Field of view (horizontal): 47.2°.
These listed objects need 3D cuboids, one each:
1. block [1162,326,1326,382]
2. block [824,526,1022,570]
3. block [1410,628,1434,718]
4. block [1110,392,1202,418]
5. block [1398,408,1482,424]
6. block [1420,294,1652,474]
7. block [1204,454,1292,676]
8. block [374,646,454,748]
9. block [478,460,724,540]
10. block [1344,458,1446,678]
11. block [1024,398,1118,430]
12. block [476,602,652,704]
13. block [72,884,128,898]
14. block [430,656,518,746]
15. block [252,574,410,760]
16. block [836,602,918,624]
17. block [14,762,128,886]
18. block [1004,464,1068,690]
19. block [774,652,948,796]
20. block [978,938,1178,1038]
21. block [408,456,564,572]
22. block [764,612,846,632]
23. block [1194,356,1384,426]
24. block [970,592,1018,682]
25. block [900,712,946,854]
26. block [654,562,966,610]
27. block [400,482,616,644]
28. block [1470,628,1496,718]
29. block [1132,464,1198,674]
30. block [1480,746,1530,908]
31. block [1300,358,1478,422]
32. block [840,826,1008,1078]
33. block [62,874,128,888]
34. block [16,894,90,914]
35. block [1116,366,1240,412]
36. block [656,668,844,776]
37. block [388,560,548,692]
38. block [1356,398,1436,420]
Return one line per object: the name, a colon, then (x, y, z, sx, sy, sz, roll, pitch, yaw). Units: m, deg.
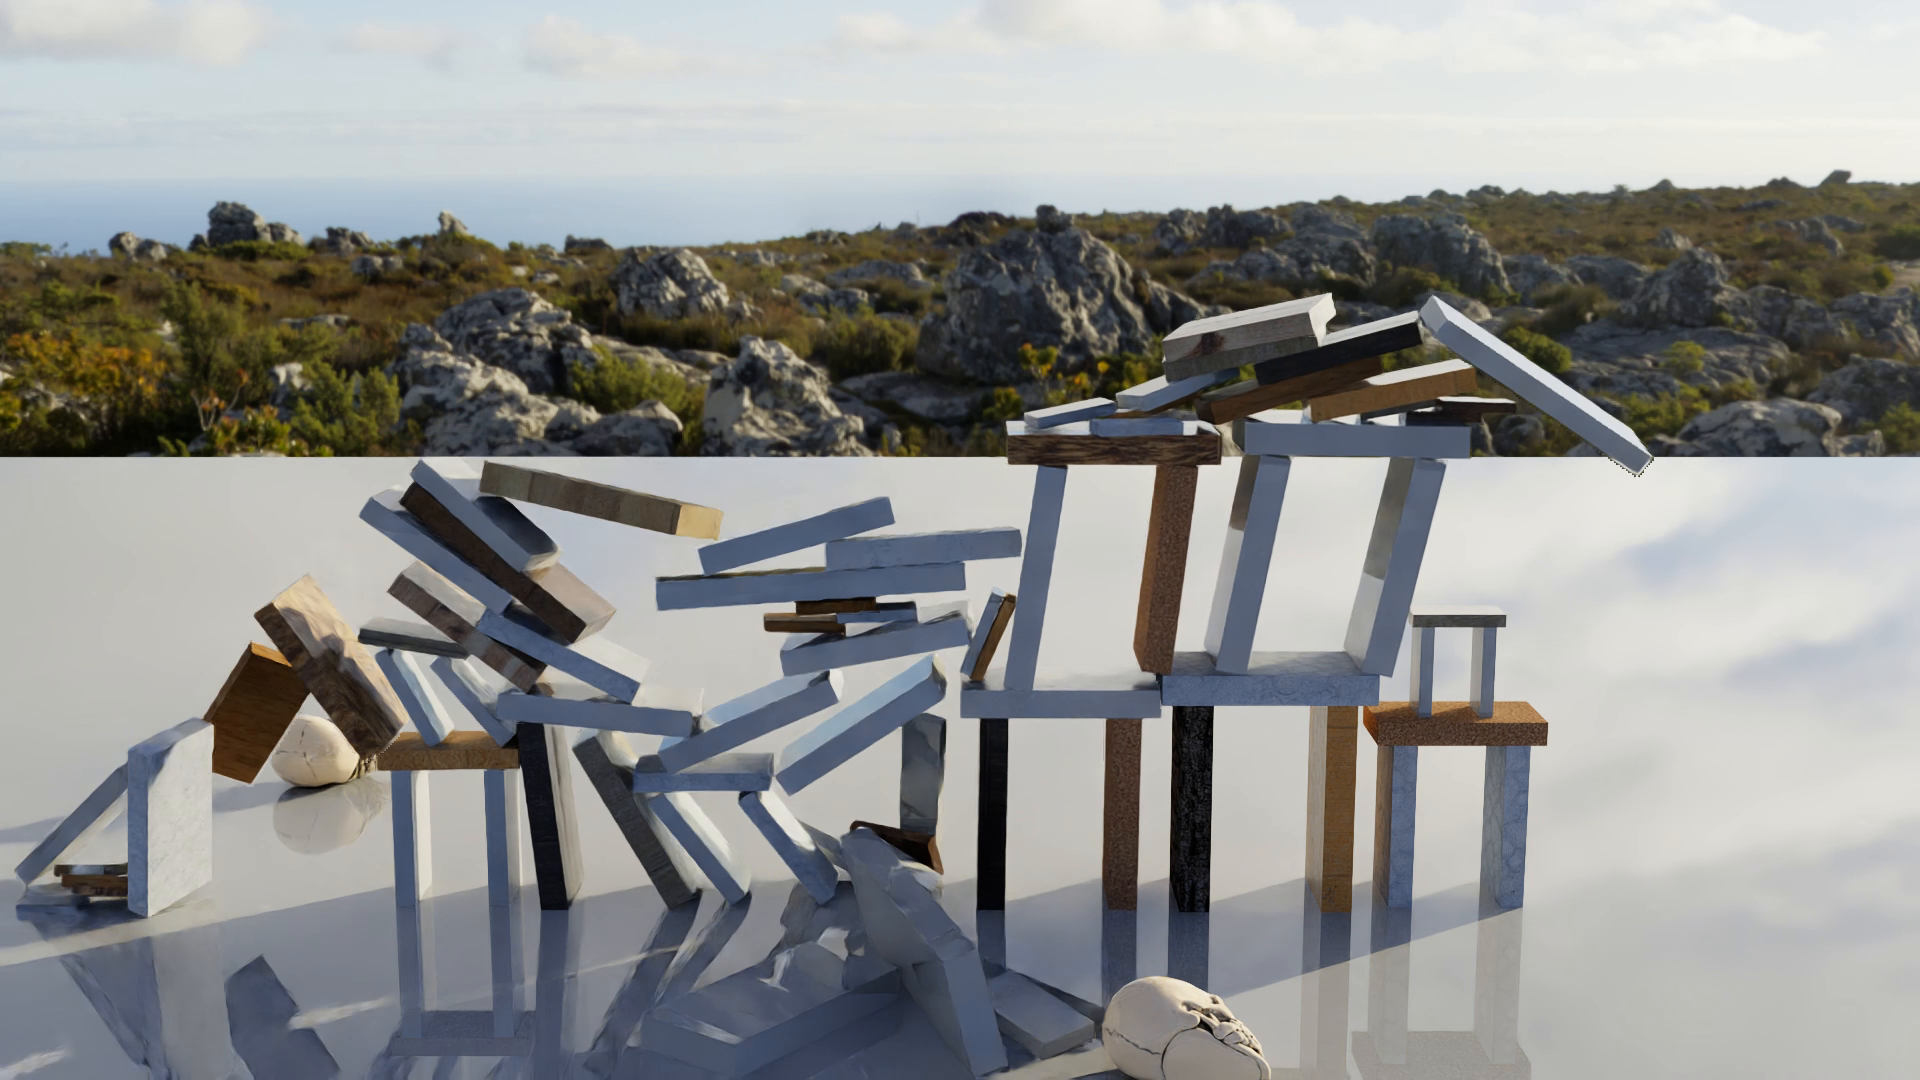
block: (0.457, -0.311, 3.534, 0.248, 0.035, 0.124, -12, 14, 18)
block: (-0.063, 0.013, 3.580, 0.312, 0.044, 0.156, -4, 2, -5)
block: (0.756, 0.208, 3.602, 0.021, 0.150, 0.075, 0, 11, 0)
block: (0.316, -0.219, 3.569, 0.135, 0.019, 0.068, -21, 11, -20)
block: (0.769, -0.201, 3.524, 0.120, 0.017, 0.060, 1, 10, -1)
block: (0.911, -0.247, 3.484, 0.410, 0.035, 0.124, 31, 21, -12)
block: (0.464, 0.025, 3.569, 0.050, 0.353, 0.176, 10, 10, -2)
block: (-0.894, 0.248, 3.604, 0.025, 0.176, 0.088, -28, 9, 5)
block: (-0.580, -0.063, 3.566, 0.350, 0.050, 0.175, 12, 1, 16)
block: (0.703, 0.030, 3.570, 0.050, 0.353, 0.176, 12, 10, -2)
block: (0.178, -0.205, 3.554, 0.135, 0.019, 0.068, -12, 14, -15)
block: (-0.643, 0.172, 3.585, 0.274, 0.039, 0.137, 26, 10, -6)
block: (-1.401, 0.579, 3.616, 0.101, 0.014, 0.050, 4, -13, -3)
block: (-0.793, 0.254, 3.606, 0.025, 0.176, 0.088, -39, 9, 6)
block: (-1.018, 0.206, 3.587, 0.041, 0.292, 0.146, -31, 12, 15)
block: (-0.136, 0.118, 3.582, 0.130, 0.018, 0.065, -2, 10, -4)
block: (-1.432, 0.452, 3.653, 0.376, 0.034, 0.122, -37, 2, 33)
block: (0.125, 0.047, 3.568, 0.048, 0.362, 0.168, 9, 11, 2)
block: (-0.160, 0.301, 3.608, 0.304, 0.043, 0.152, -33, 9, 8)
block: (0.163, 0.656, 3.241, 0.090, 0.026, 0.344, -9, 14, -41)
block: (-0.763, -0.044, 3.550, 0.243, 0.034, 0.122, 40, 13, 9)
block: (-0.255, 0.135, 3.593, 0.130, 0.018, 0.065, 1, 9, -8)
block: (0.525, -0.249, 3.540, 0.281, 0.037, 0.131, -17, 9, -4)
block: (0.055, 0.158, 3.594, 0.020, 0.140, 0.070, 24, 11, -1)
block: (-0.064, 0.423, 3.697, 0.070, 0.325, 0.020, 17, 37, 20)
block: (-0.245, 0.071, 3.562, 0.491, 0.044, 0.156, -4, 3, -8)
block: (-0.731, 0.027, 3.568, 0.361, 0.041, 0.146, 39, 12, 3)
block: (0.857, 0.208, 3.602, 0.021, 0.150, 0.075, 0, 11, 0)
block: (0.332, 0.034, 3.570, 0.048, 0.336, 0.168, 6, 10, -2)
block: (0.904, 0.455, 3.647, 0.039, 0.274, 0.137, 0, 11, 0)
block: (0.681, -0.239, 3.509, 0.261, 0.037, 0.130, -11, 10, 4)
block: (-0.062, 0.585, 3.199, 0.050, 0.175, 0.553, -18, 15, -14)
block: (-1.399, 0.564, 3.622, 0.136, 0.019, 0.068, 0, -12, 12)
block: (-1.483, 0.596, 3.598, 0.101, 0.014, 0.050, 1, 11, 5)
block: (0.352, -0.251, 3.549, 0.181, 0.026, 0.090, -22, 14, -21)
block: (-0.341, 0.288, 3.612, 0.304, 0.043, 0.152, -23, 10, 4)
block: (-0.793, 0.137, 3.585, 0.274, 0.039, 0.137, 37, 9, -6)
block: (0.695, -0.214, 3.512, 0.120, 0.017, 0.060, -11, 10, 5)
